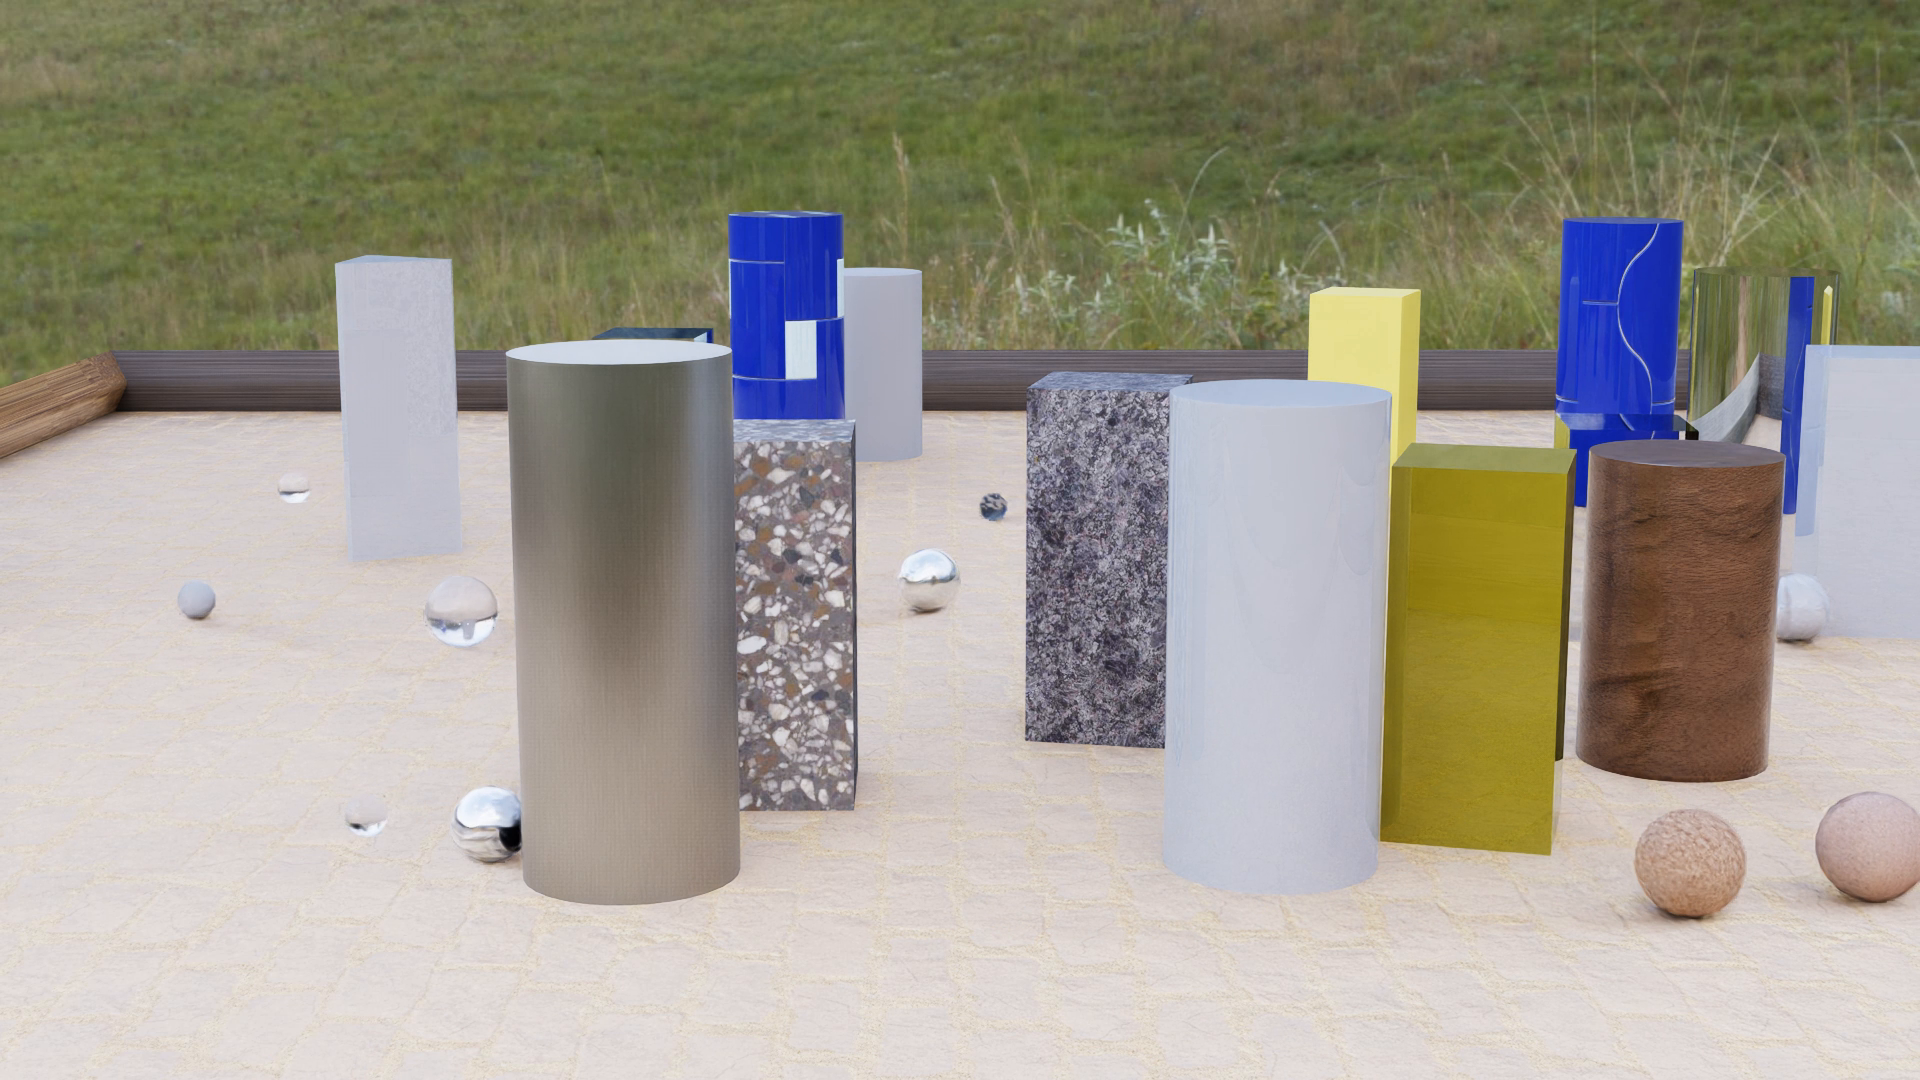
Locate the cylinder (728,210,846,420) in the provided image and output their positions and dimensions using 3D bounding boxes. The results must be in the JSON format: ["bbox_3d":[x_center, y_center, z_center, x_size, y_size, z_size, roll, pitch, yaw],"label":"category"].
[{"bbox_3d":[-0.300,-0.328,4.458,0.198,0.474,0.198,0,10,0],"label":"cylinder"}]

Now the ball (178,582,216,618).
[{"bbox_3d":[-1.018,0.080,3.421,0.050,0.050,0.050,0,10,0],"label":"ball"}]

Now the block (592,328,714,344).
[{"bbox_3d":[-0.478,-0.168,4.029,0.159,0.315,0.159,1,11,5],"label":"block"}]

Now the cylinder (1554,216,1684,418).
[{"bbox_3d":[1.117,-0.308,4.365,0.198,0.469,0.198,0,10,0],"label":"cylinder"}]

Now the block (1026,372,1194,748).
[{"bbox_3d":[0.165,0.018,2.826,0.159,0.387,0.159,2,11,12],"label":"block"}]

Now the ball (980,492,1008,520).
[{"bbox_3d":[0.054,-0.054,4.154,0.045,0.045,0.045,0,10,0],"label":"ball"}]

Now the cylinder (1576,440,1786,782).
[{"bbox_3d":[0.758,0.070,2.705,0.198,0.328,0.198,0,10,0],"label":"cylinder"}]

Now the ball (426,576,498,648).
[{"bbox_3d":[-0.630,0.091,3.247,0.091,0.091,0.091,0,10,0],"label":"ball"}]

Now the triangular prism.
[{"bbox_3d":[-0.865,-0.204,3.876,0.172,0.442,0.149,-5,12,-27],"label":"triangular prism"}]

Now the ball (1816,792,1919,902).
[{"bbox_3d":[0.805,0.270,2.263,0.096,0.096,0.096,0,10,0],"label":"ball"}]

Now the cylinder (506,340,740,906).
[{"bbox_3d":[-0.300,0.068,2.306,0.198,0.477,0.198,0,10,0],"label":"cylinder"}]

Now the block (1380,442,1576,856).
[{"bbox_3d":[0.498,0.099,2.459,0.159,0.361,0.159,3,11,16],"label":"block"}]

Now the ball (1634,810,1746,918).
[{"bbox_3d":[0.632,0.280,2.221,0.093,0.093,0.093,0,10,0],"label":"ball"}]

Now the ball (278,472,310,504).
[{"bbox_3d":[-1.119,-0.087,4.311,0.053,0.053,0.053,0,10,0],"label":"ball"}]

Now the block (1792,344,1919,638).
[{"bbox_3d":[1.192,-0.066,3.352,0.159,0.361,0.159,1,11,7],"label":"block"}]

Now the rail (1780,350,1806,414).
[{"bbox_3d":[1.769,0.031,3.459,0.045,0.129,4.109,0,10,0],"label":"rail"}]

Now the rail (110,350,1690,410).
[{"bbox_3d":[-0.012,-0.336,5.445,3.585,0.129,0.045,0,10,0],"label":"rail"}]

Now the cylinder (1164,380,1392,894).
[{"bbox_3d":[0.287,0.083,2.339,0.198,0.437,0.198,0,10,0],"label":"cylinder"}]

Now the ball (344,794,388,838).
[{"bbox_3d":[-0.567,0.263,2.451,0.041,0.041,0.041,0,10,0],"label":"ball"}]

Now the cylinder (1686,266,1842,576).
[{"bbox_3d":[1.136,-0.162,3.650,0.198,0.440,0.198,0,10,0],"label":"cylinder"}]

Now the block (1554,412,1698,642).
[{"bbox_3d":[0.856,-0.017,3.328,0.159,0.274,0.159,1,11,6],"label":"block"}]

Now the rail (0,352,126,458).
[{"bbox_3d":[-1.769,0.035,3.439,0.045,0.129,4.109,0,10,0],"label":"rail"}]

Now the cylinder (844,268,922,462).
[{"bbox_3d":[-0.170,-0.333,4.839,0.198,0.345,0.198,0,10,0],"label":"cylinder"}]

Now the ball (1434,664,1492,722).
[{"bbox_3d":[0.565,0.171,2.882,0.066,0.066,0.066,0,10,0],"label":"ball"}]

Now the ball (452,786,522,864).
[{"bbox_3d":[-0.434,0.263,2.372,0.071,0.071,0.071,0,10,0],"label":"ball"}]

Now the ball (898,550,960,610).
[{"bbox_3d":[-0.043,0.054,3.465,0.084,0.084,0.084,0,10,0],"label":"ball"}]

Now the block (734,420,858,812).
[{"bbox_3d":[-0.185,0.072,2.583,0.159,0.369,0.159,0,10,-1],"label":"block"}]

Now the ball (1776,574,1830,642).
[{"bbox_3d":[1.069,0.086,3.283,0.086,0.086,0.086,0,10,0],"label":"ball"}]

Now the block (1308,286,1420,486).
[{"bbox_3d":[0.702,-0.262,4.468,0.159,0.340,0.159,4,11,21],"label":"block"}]
